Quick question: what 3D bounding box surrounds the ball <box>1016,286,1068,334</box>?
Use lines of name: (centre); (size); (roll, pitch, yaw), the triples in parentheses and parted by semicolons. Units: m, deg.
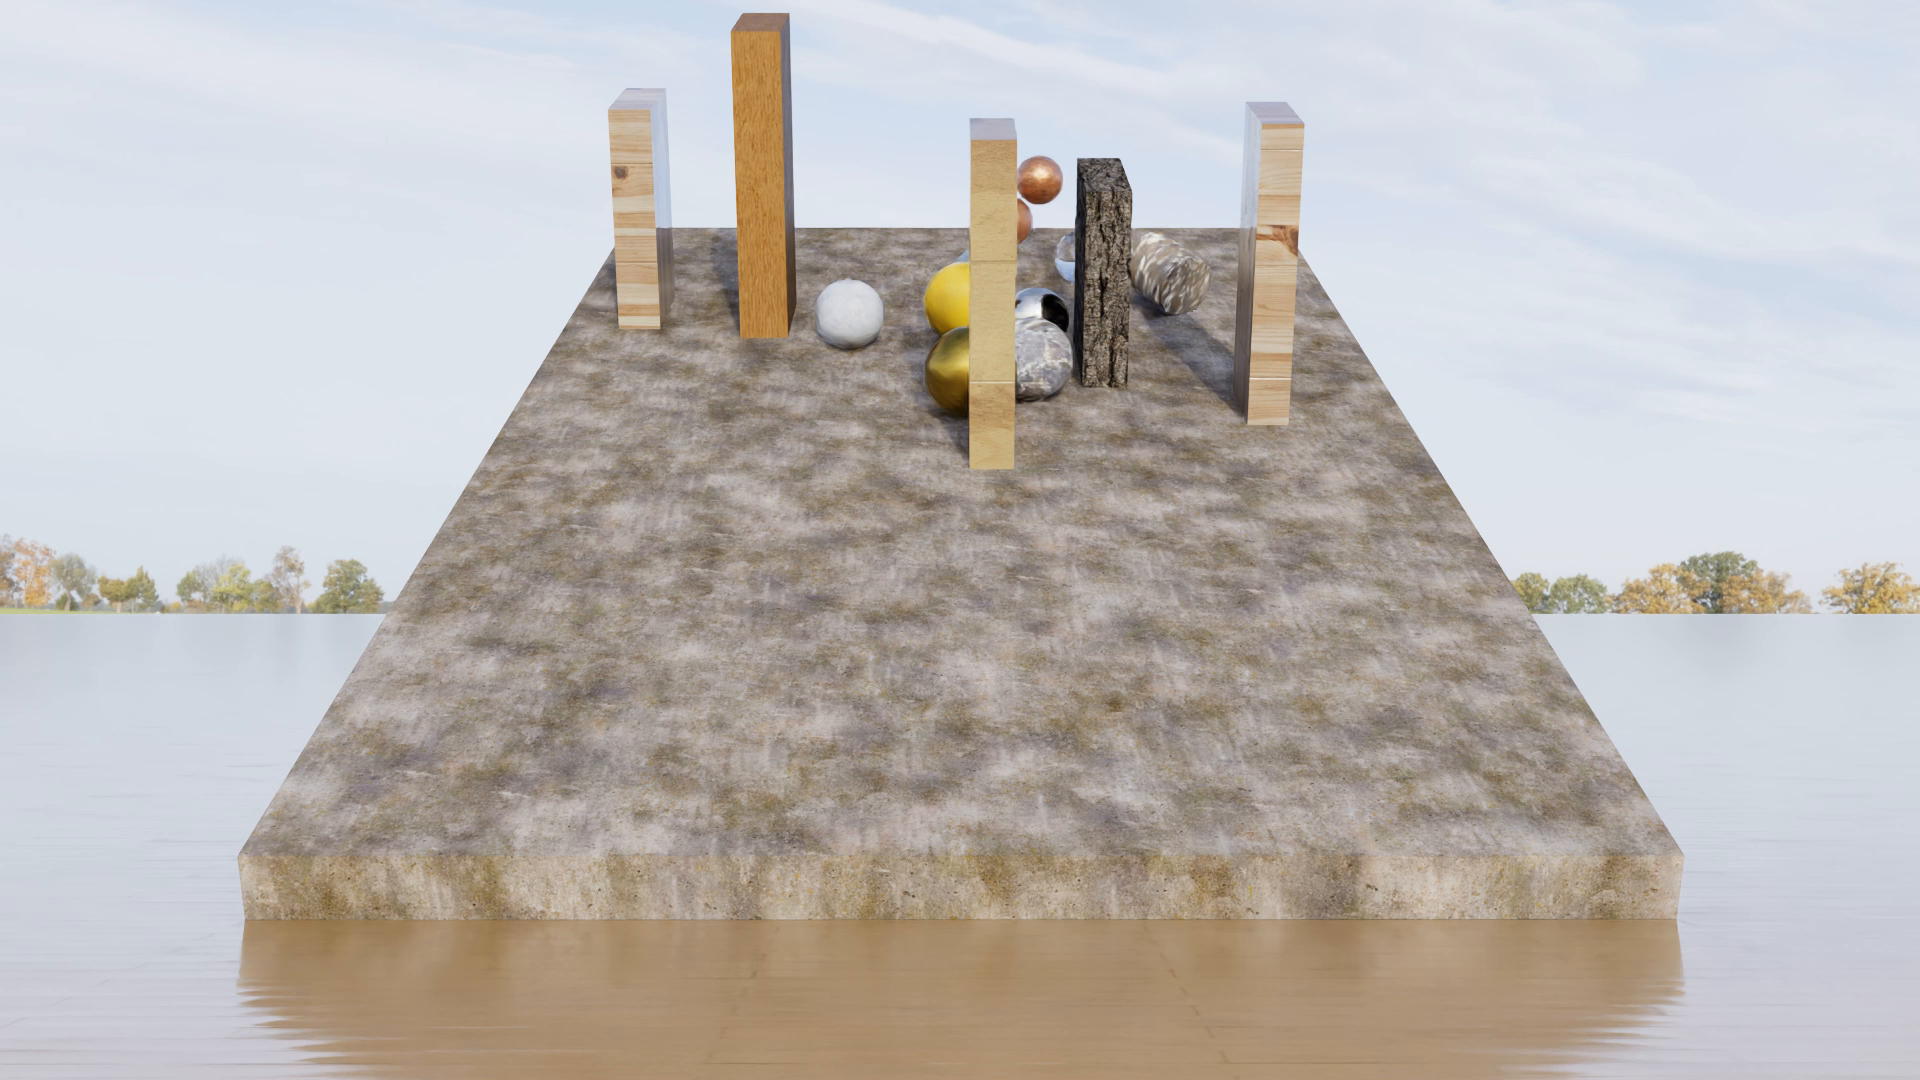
ball: (0.186, -0.539, 5.551); (0.159, 0.159, 0.159); (0, -2, 0)

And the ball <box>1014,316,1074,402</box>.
ball: (0.162, -0.411, 5.156); (0.191, 0.191, 0.191); (0, -2, 0)

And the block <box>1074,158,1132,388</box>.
block: (0.336, -0.641, 5.395); (0.104, 0.459, 0.409); (0, 20, 0)

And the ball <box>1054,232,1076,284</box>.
ball: (0.331, -0.771, 6.199); (0.147, 0.147, 0.147); (0, -2, 0)

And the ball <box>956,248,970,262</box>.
ball: (0.060, -0.702, 5.998); (0.155, 0.155, 0.155); (0, -2, 0)

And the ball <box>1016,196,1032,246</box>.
ball: (0.133, -0.904, 6.436); (0.148, 0.148, 0.148); (0, -2, 0)

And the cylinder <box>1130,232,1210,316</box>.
cylinder: (0.538, -0.694, 5.915); (0.162, 0.162, 0.162); (1, 29, -41)

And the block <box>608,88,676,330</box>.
block: (-0.814, -0.854, 5.828); (0.105, 0.556, 0.331); (0, 20, 0)

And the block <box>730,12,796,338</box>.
block: (-0.491, -0.921, 5.720); (0.119, 0.756, 0.343); (0, 20, 0)

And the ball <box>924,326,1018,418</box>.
ball: (0.024, -0.372, 5.013); (0.205, 0.205, 0.205); (0, -2, 0)

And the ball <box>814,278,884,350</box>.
ball: (-0.271, -0.554, 5.569); (0.173, 0.173, 0.173); (0, -2, 0)

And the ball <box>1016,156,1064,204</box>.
ball: (0.226, -1.023, 6.454); (0.138, 0.138, 0.138); (0, -2, 0)

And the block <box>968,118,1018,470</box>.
block: (0.066, -0.512, 4.719); (0.093, 0.685, 0.252); (0, 20, 0)

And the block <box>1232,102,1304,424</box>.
block: (0.680, -0.614, 5.027); (0.091, 0.664, 0.280); (0, 20, 0)

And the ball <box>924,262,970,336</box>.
ball: (0.009, -0.589, 5.629); (0.199, 0.199, 0.199); (0, -2, 0)

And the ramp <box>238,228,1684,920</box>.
ramp: (-0.005, -0.209, 5.031); (2.000, 0.100, 4.000); (0, 20, 0)
